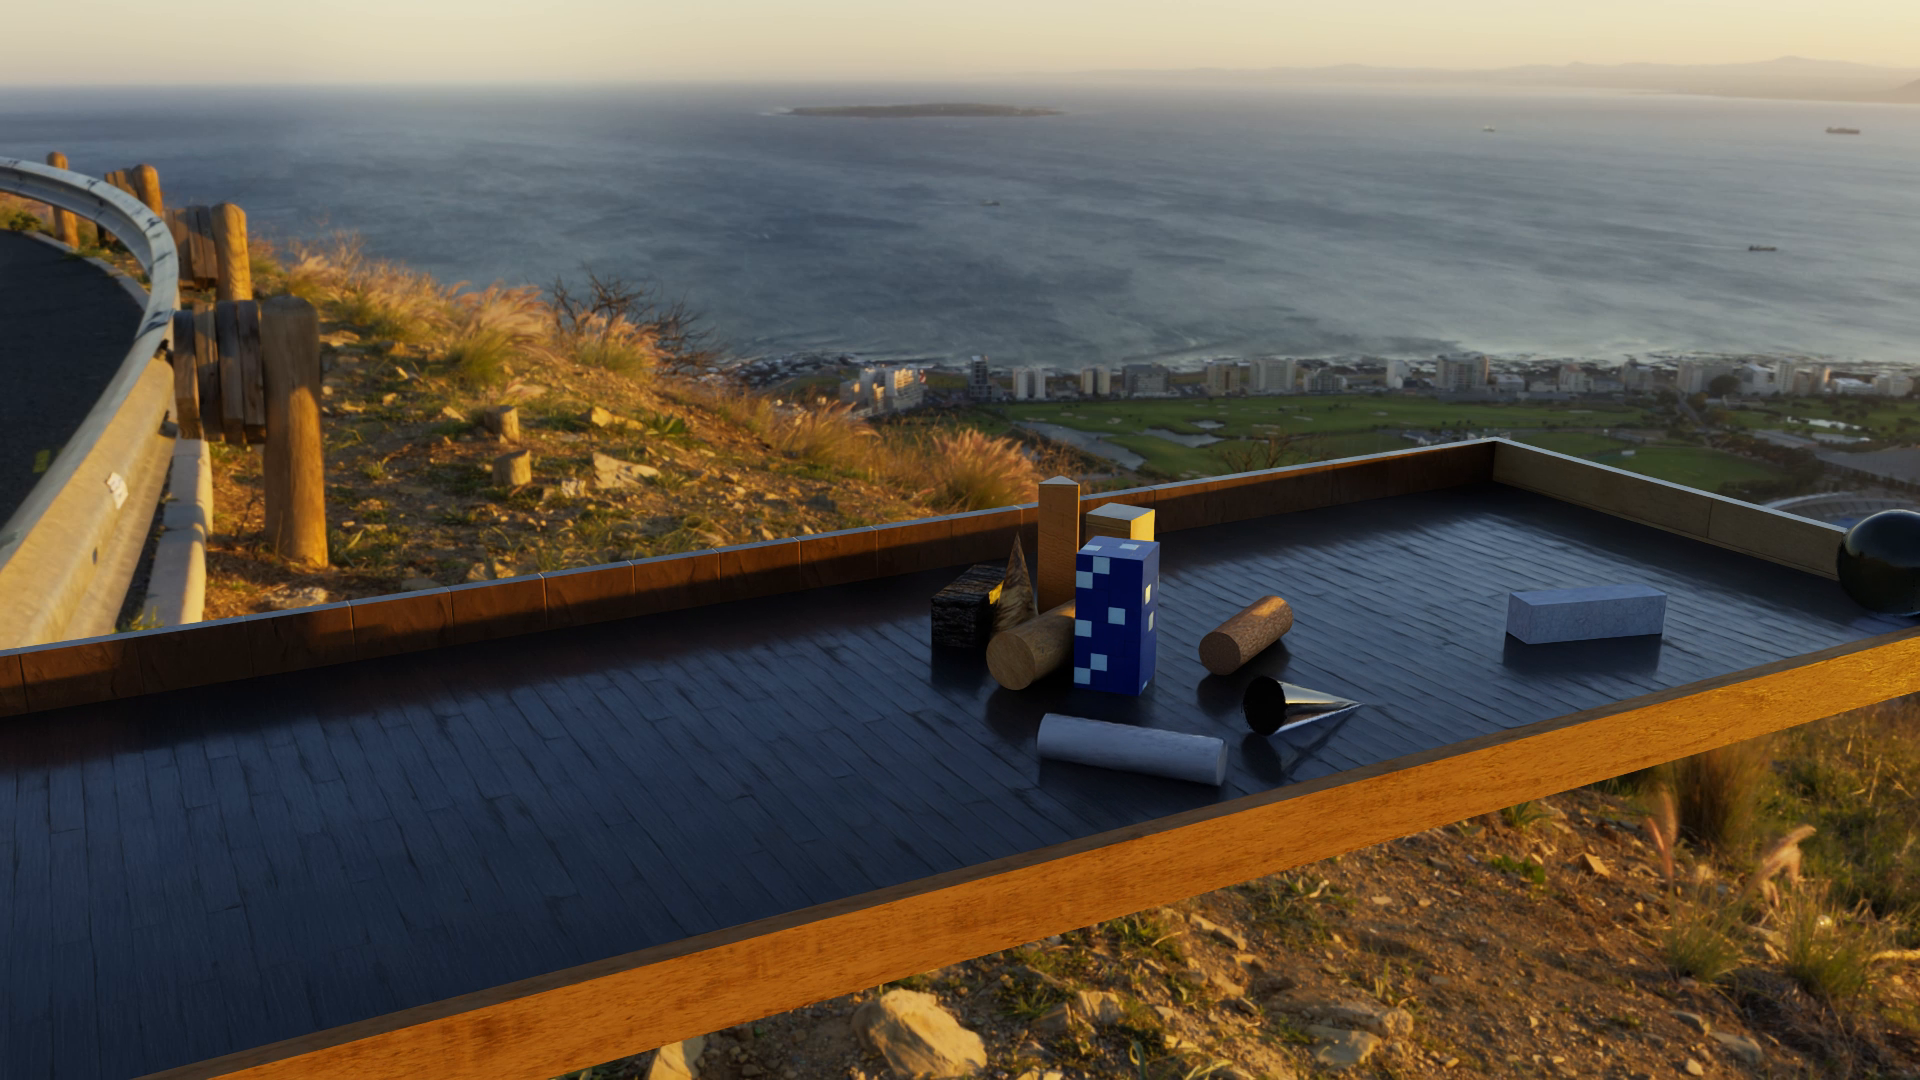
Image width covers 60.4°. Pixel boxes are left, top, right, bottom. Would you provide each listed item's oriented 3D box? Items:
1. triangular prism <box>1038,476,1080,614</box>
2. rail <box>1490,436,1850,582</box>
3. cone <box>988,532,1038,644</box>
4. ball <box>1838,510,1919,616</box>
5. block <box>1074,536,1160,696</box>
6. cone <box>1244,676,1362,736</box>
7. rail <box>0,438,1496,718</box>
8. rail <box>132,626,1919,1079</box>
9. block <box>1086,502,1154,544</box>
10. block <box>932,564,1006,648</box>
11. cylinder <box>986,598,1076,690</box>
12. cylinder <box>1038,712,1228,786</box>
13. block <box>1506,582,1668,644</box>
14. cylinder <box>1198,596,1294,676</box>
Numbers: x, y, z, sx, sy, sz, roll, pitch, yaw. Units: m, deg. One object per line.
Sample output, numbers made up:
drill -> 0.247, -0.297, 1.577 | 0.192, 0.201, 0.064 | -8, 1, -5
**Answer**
triangular prism -> 0.277, 0.016, 4.625 | 0.110, 0.382, 0.095 | 2, 16, 5
rail -> 2.466, -0.048, 5.253 | 0.050, 0.150, 2.100 | -9, 18, -27
cone -> 0.151, 0.123, 4.388 | 0.155, 0.310, 0.155 | 0, 16, 0
ball -> 2.619, 0.065, 4.606 | 0.298, 0.298, 0.298 | 0, 16, 0
block -> 0.390, 0.186, 4.103 | 0.167, 0.348, 0.167 | 6, 17, 20
cone -> 0.844, 0.390, 3.906 | 0.340, 0.137, 0.137 | 3, 12, -35
rail -> -3.305, 0.497, 3.399 | 12.000, 0.150, 0.050 | -9, 18, -27
rail -> -2.336, 1.006, 1.665 | 12.000, 0.150, 0.050 | -9, 18, -27
block -> 0.419, 0.101, 4.363 | 0.132, 0.366, 0.132 | 10, 19, 32
block -> 0.042, 0.179, 4.521 | 0.127, 0.127, 0.325 | 6, 18, 21
cylinder -> 0.235, 0.258, 4.216 | 0.148, 0.148, 0.369 | 12, 20, 35
cylinder -> 0.377, 0.458, 3.620 | 0.403, 0.100, 0.100 | 7, 18, 21
block -> 1.703, 0.199, 4.485 | 0.405, 0.109, 0.109 | -4, 17, -12
cylinder -> 0.751, 0.246, 4.313 | 0.115, 0.115, 0.349 | 10, 19, 31
